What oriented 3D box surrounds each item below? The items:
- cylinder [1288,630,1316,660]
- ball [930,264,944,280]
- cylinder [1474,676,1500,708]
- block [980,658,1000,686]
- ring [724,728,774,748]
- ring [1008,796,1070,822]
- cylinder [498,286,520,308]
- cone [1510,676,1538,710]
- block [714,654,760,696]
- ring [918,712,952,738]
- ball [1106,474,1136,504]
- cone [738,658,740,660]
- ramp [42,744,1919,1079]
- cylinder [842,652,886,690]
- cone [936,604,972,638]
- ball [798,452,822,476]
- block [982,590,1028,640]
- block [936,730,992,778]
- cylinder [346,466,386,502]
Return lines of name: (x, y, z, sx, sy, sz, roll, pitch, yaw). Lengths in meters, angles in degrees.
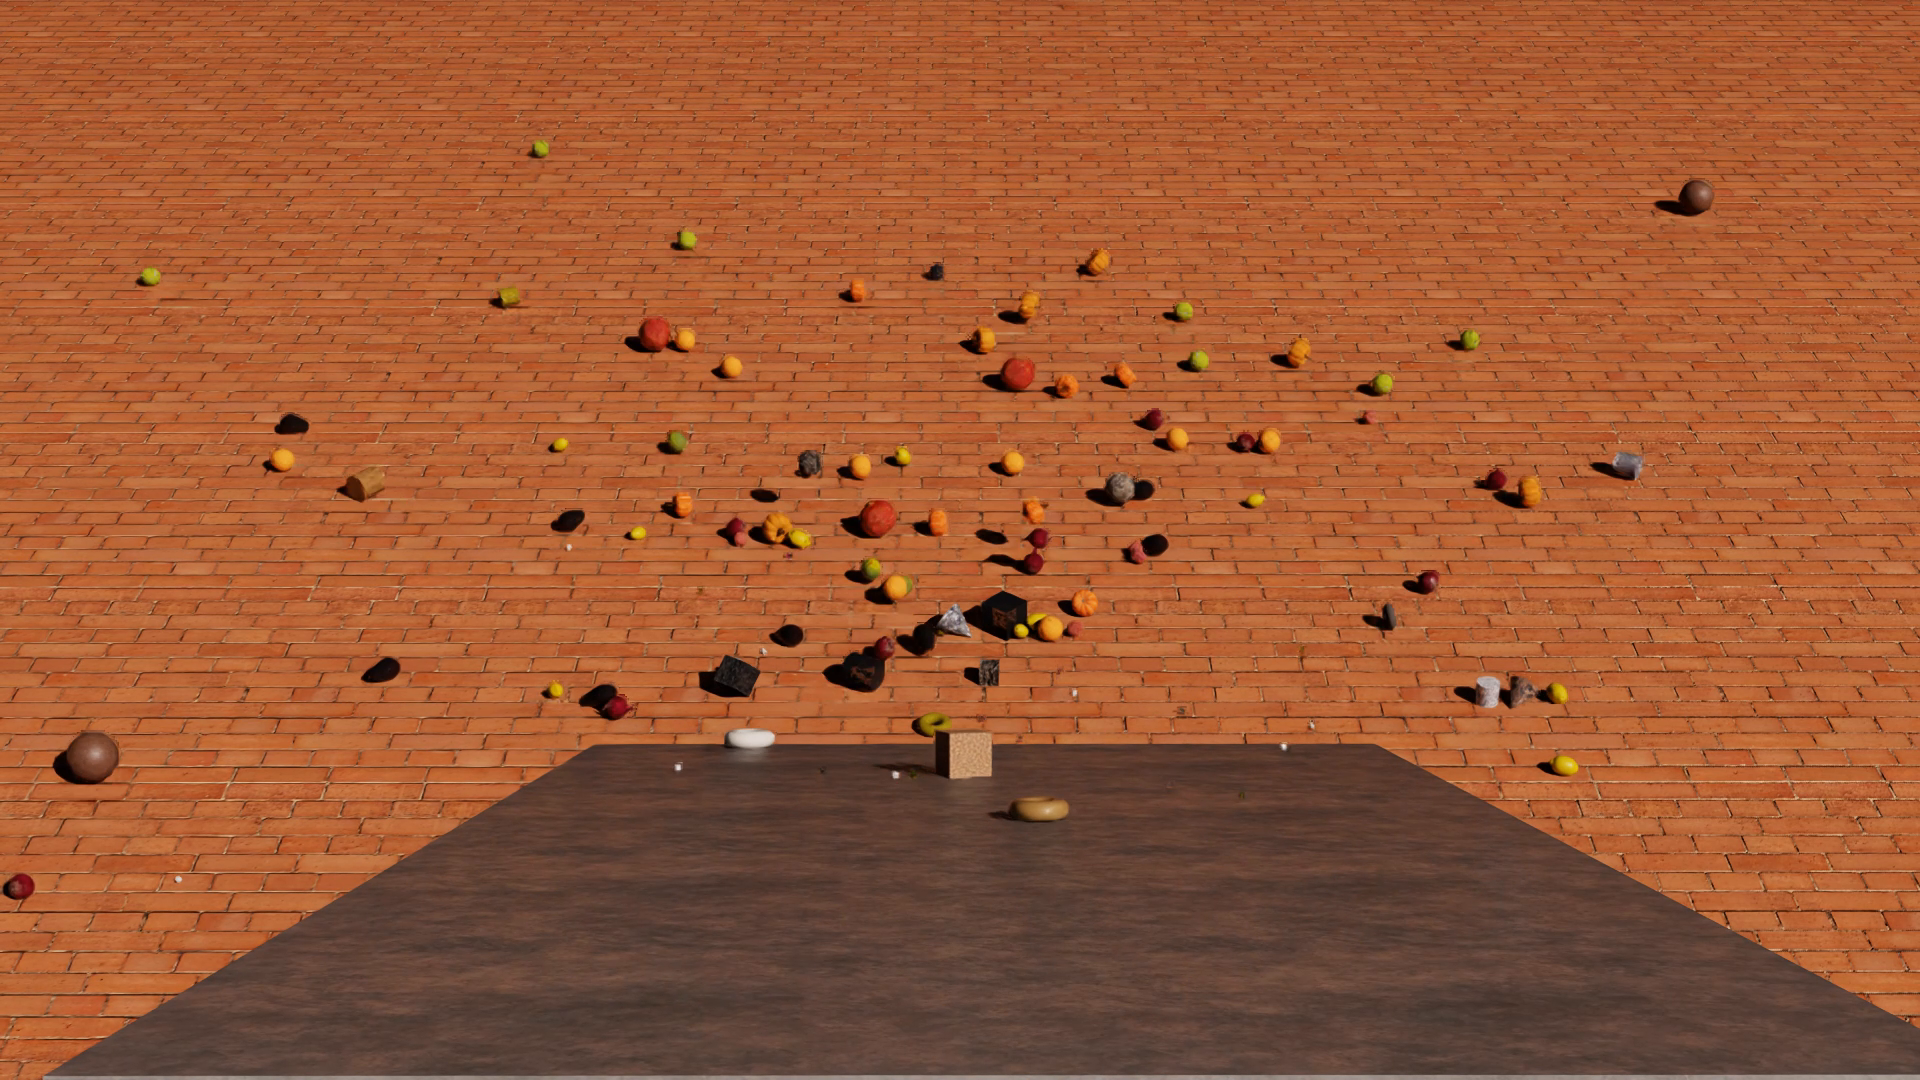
cylinder: (0.951, 0.297, 7.184, 0.073, 0.073, 0.073, -1, 26, 0)
ball: (-0.086, -0.979, 9.461, 0.054, 0.054, 0.054, 0, 29, 0)
cylinder: (1.418, 0.409, 6.953, 0.062, 0.062, 0.062, 0, 29, 0)
block: (0.080, 0.361, 7.048, 0.053, 0.053, 0.053, 2, 29, 3)
ring: (-0.533, 0.502, 6.538, 0.129, 0.043, 0.129, -1, 1, 0)
ring: (0.151, 0.513, 4.929, 0.117, 0.039, 0.117, -1, 1, 0)
cylinder: (-1.614, -0.871, 9.244, 0.064, 0.064, 0.064, -16, 32, -17)
cone: (1.498, 0.424, 6.949, 0.085, 0.085, 0.085, 19, 61, 31)
block: (-0.602, 0.367, 6.982, 0.076, 0.076, 0.076, 19, 79, 30)
ring: (-0.067, 0.489, 6.841, 0.093, 0.031, 0.093, 0, 30, 0)
ball: (0.492, -0.157, 7.922, 0.093, 0.093, 0.093, 0, 29, 0)
cone: (-0.597, 0.357, 7.078, 0.072, 0.072, 0.072, 19, 8, 30)
ramp: (0.065, 0.584, 4.632, 2.000, 0.100, 4.000, 0, 0, 0)
cylinder: (-0.262, 0.356, 7.017, 0.087, 0.087, 0.087, 15, 32, 26)
cone: (0.000, 0.245, 7.268, 0.097, 0.097, 0.097, 39, 41, 11)
ball: (-0.453, -0.230, 7.771, 0.071, 0.071, 0.071, 0, 29, 0)
block: (0.125, 0.213, 7.276, 0.091, 0.091, 0.091, 23, 37, 35)
block: (0.007, 0.478, 5.790, 0.099, 0.099, 0.099, 0, 0, -20)
cylinder: (-1.832, -0.173, 7.976, 0.084, 0.084, 0.084, 19, 35, 30)
